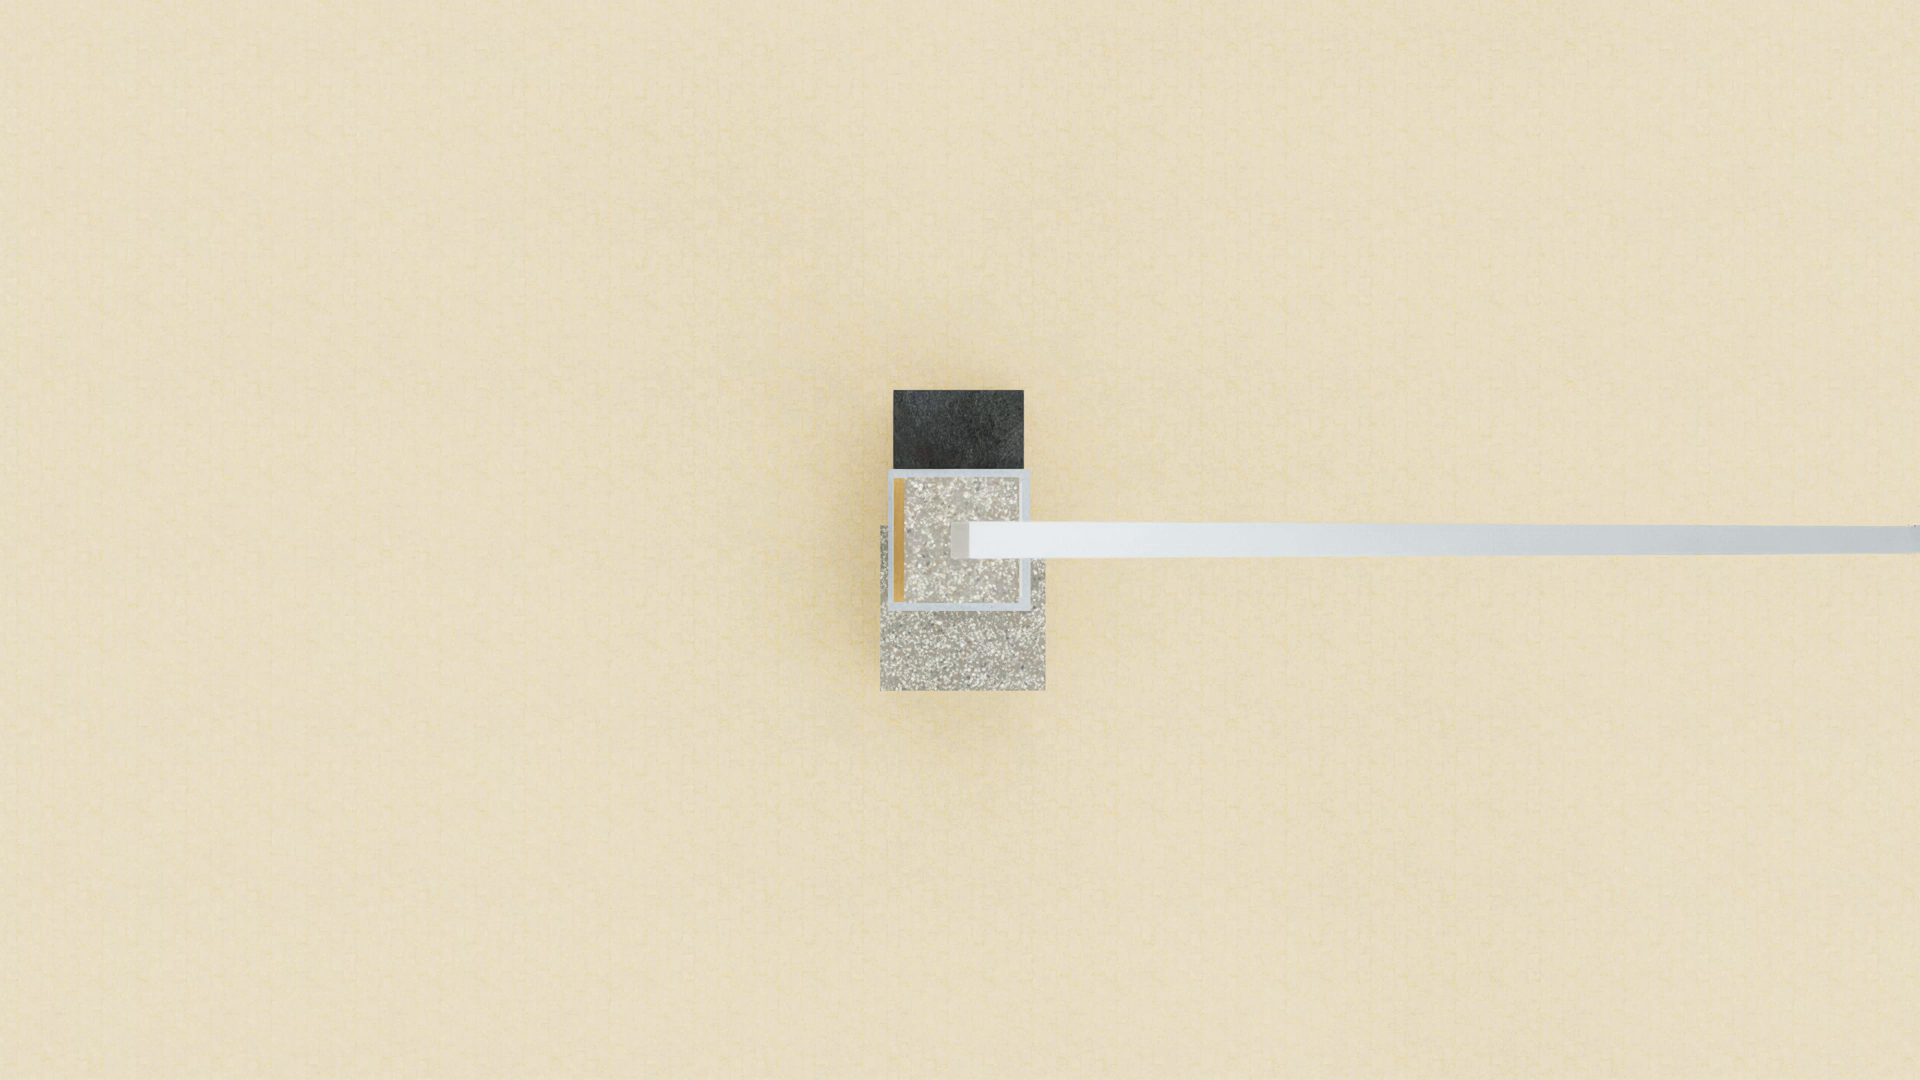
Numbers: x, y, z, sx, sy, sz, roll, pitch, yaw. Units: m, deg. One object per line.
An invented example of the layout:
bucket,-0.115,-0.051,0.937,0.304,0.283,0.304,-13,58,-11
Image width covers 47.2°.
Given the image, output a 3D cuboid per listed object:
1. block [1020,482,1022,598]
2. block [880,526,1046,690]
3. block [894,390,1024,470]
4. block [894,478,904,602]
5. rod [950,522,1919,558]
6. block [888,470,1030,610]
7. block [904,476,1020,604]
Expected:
block,-0.011,0.000,10.663,0.608,0.626,0.538,0,90,0
block,0.016,0.376,12.578,0.915,0.844,0.915,0,90,0
block,-0.007,-0.463,12.598,0.726,0.805,0.742,0,90,0
block,-0.016,0.000,10.088,0.564,0.523,0.555,0,90,0
rod,2.234,0.000,6.134,5.200,0.080,0.080,0,90,-31
block,-0.003,0.000,11.260,0.711,0.568,0.707,0,90,0
block,0.007,0.000,9.583,0.487,0.488,0.535,0,90,0
